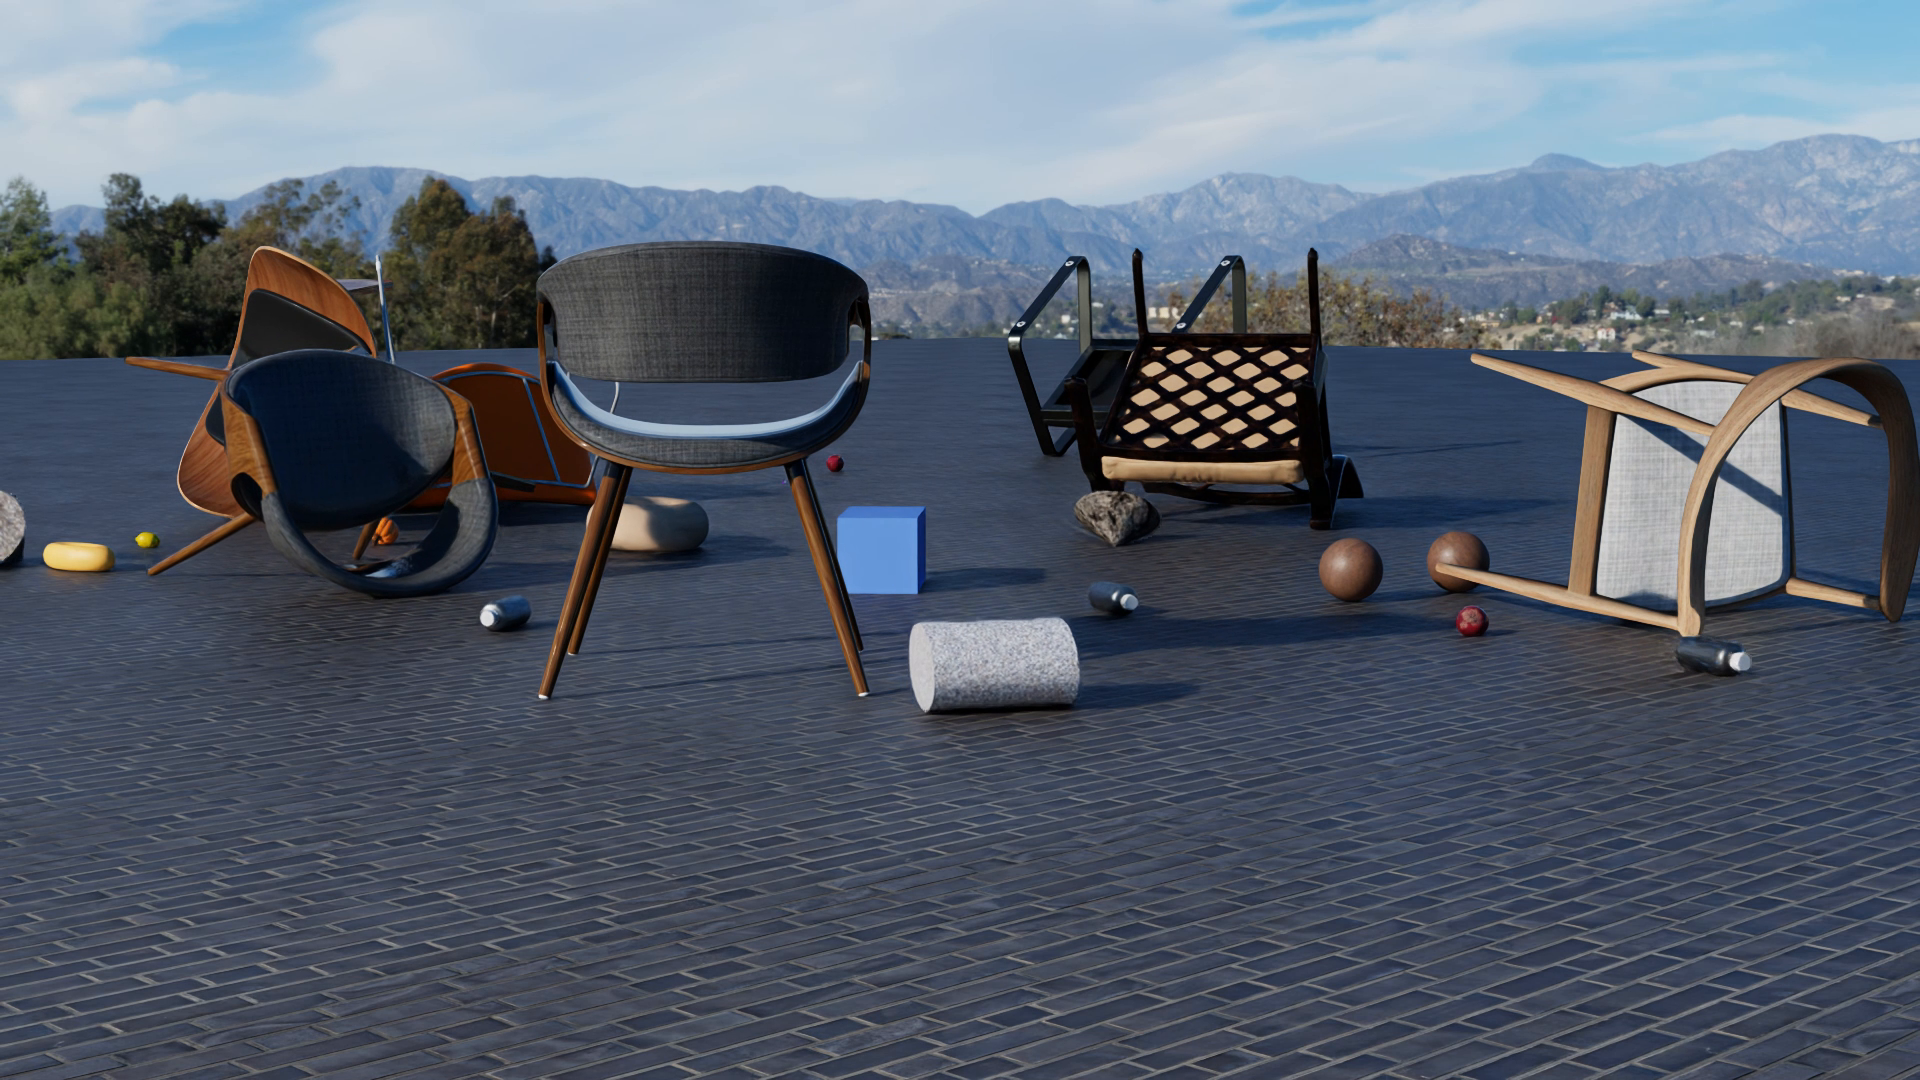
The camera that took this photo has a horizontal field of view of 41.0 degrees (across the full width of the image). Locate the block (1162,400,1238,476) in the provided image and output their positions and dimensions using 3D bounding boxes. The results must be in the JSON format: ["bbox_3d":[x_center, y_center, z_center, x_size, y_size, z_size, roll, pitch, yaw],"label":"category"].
[{"bbox_3d":[0.802,-0.343,8.592,0.193,0.236,0.165,-4,7,-36],"label":"block"}]

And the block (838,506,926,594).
[{"bbox_3d":[-0.165,0.019,5.454,0.166,0.158,0.265,0,6,3],"label":"block"}]

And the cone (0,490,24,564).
[{"bbox_3d":[-2.206,0.008,5.887,0.245,0.200,0.221,5,-18,10],"label":"cone"}]

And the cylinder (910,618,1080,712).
[{"bbox_3d":[0.051,0.191,3.926,0.225,0.127,0.169,-1,21,-14],"label":"cylinder"}]

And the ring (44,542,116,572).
[{"bbox_3d":[-1.981,0.038,5.769,0.213,0.057,0.095,4,6,32],"label":"ring"}]

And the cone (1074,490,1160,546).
[{"bbox_3d":[0.385,-0.023,6.326,0.215,0.133,0.171,9,28,0],"label":"cone"}]

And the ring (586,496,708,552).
[{"bbox_3d":[-0.761,-0.039,6.247,0.288,0.114,0.333,-2,7,-33],"label":"ring"}]
